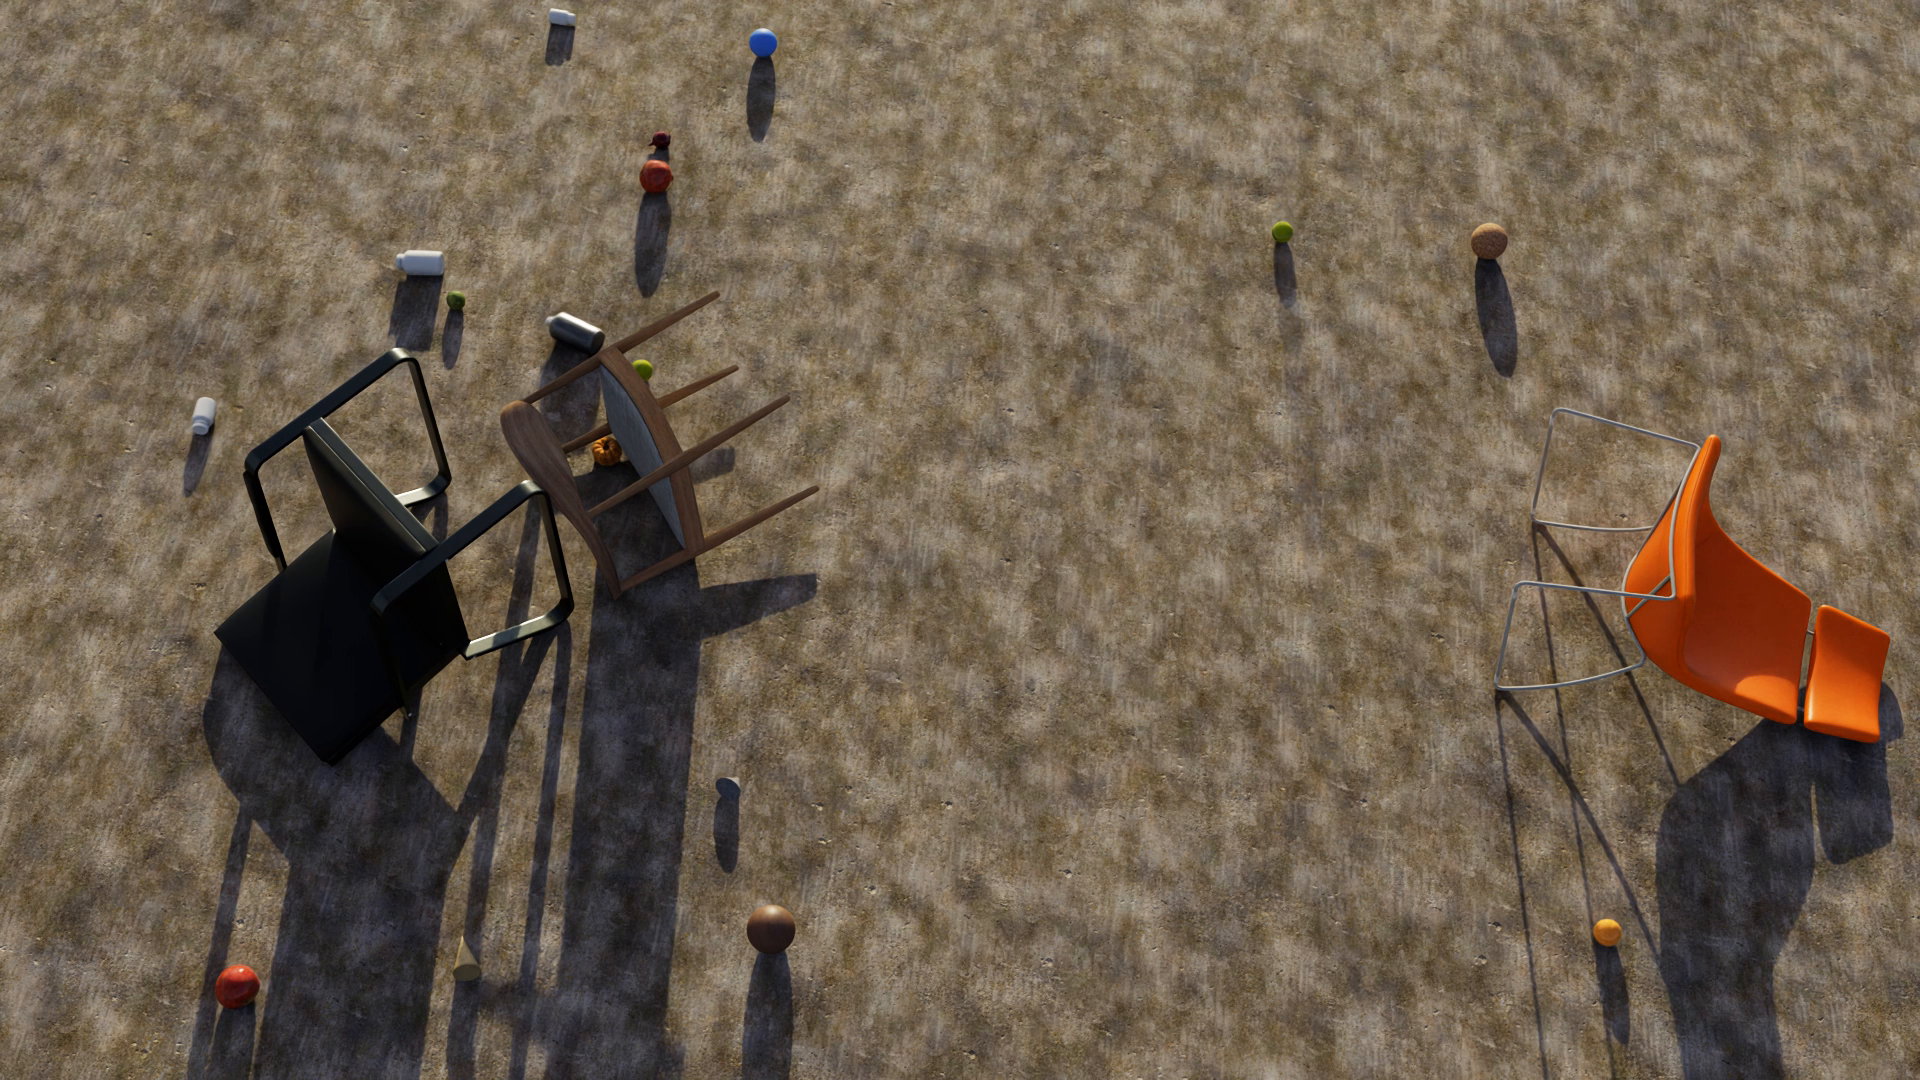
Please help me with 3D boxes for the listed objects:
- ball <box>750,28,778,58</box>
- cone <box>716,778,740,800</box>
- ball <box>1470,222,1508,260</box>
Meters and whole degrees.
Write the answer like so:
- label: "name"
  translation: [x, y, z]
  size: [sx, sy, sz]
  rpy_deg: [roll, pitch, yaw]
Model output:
- label: "ball"
  translation: [-0.688, -1.736, 7.680]
  size: [0.098, 0.098, 0.098]
  rpy_deg: [0, 56, 0]
- label: "cone"
  translation: [-0.629, 0.675, 6.103]
  size: [0.080, 0.067, 0.063]
  rpy_deg: [16, 29, 18]
- label: "ball"
  translation: [1.722, -0.972, 7.155]
  size: [0.118, 0.118, 0.118]
  rpy_deg: [0, 56, 0]
